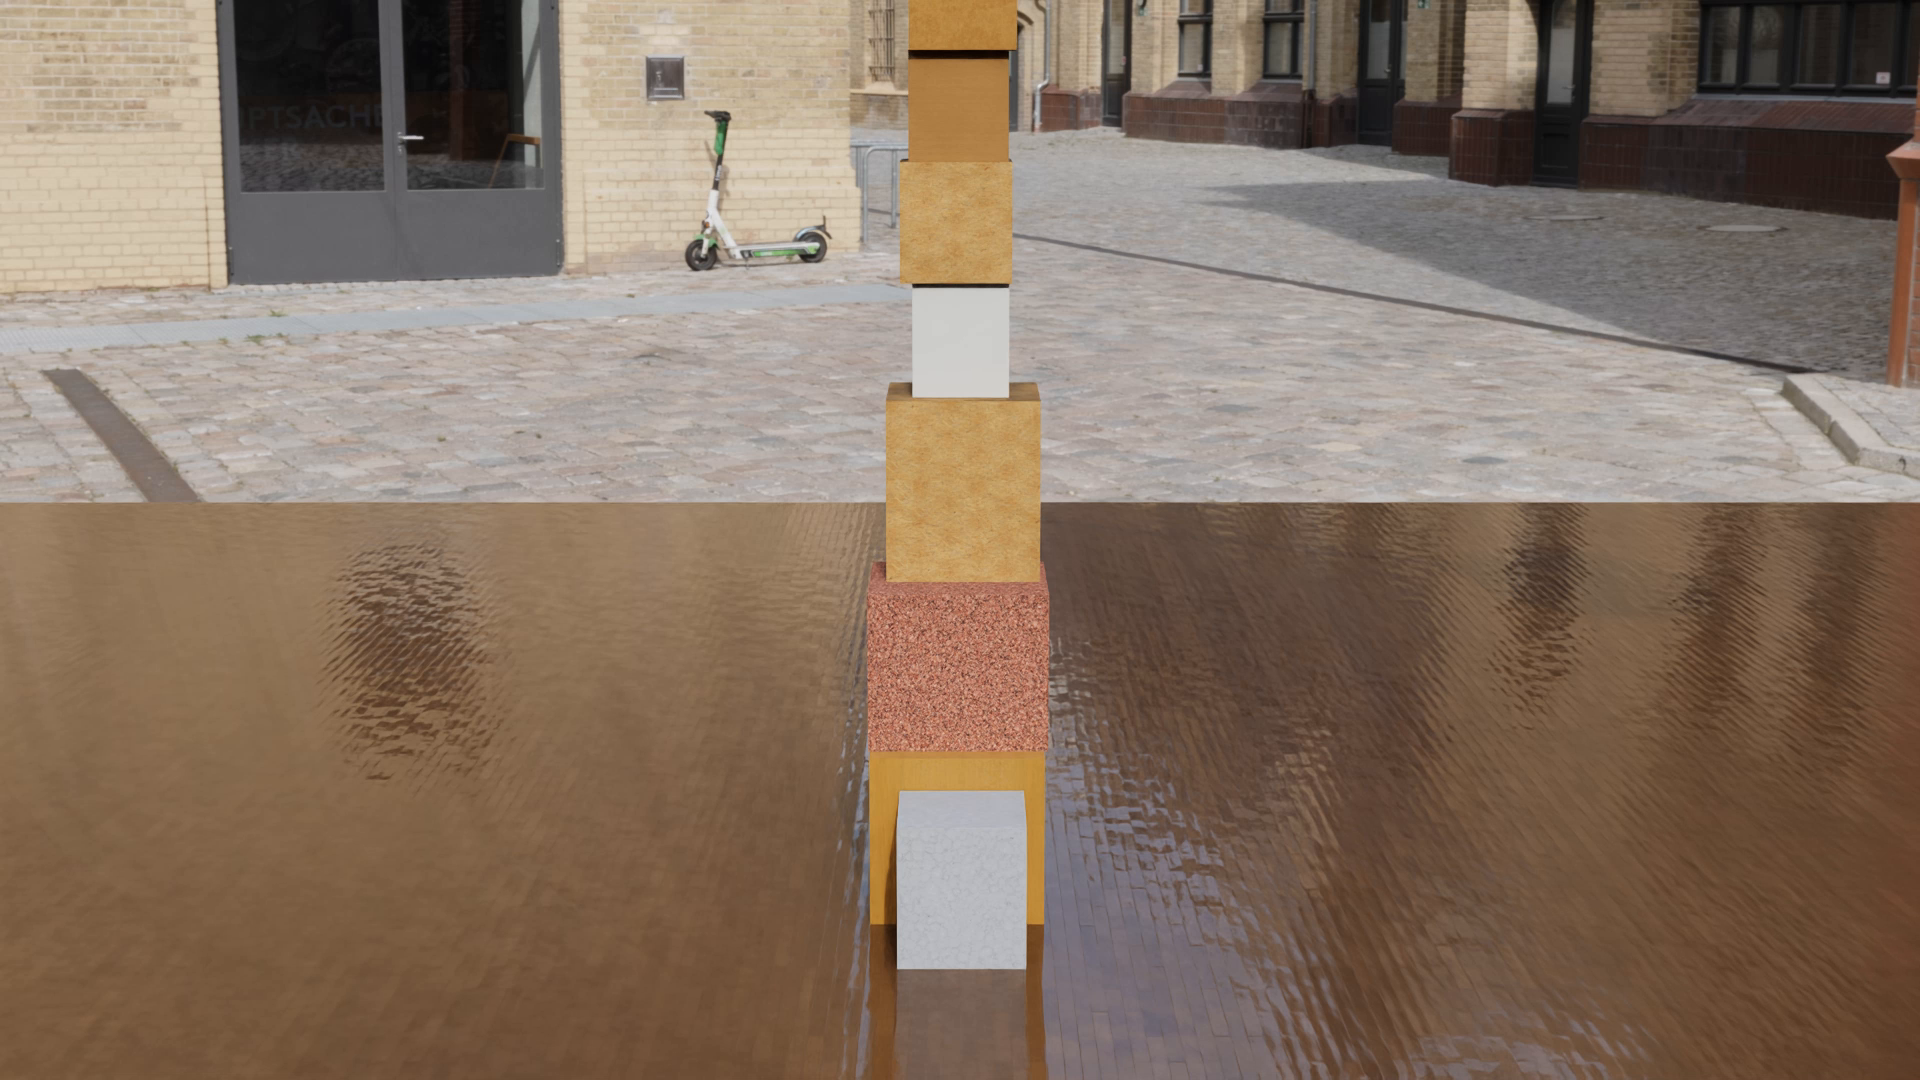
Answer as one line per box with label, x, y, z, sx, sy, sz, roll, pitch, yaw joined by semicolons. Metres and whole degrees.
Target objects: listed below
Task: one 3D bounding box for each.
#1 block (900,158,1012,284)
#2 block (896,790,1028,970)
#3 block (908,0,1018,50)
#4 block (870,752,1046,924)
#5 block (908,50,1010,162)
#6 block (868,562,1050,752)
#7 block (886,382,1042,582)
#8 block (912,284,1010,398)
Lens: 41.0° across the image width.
block;-0.016;-1.364;10.933;0.470;0.503;0.465;0;10;0
block;0.007;1.371;10.403;0.513;0.580;0.537;0;10;0
block;0.012;-2.292;10.764;0.446;0.465;0.497;0;10;0
block;-0.012;1.197;10.982;0.727;0.715;0.644;0;10;0
block;-0.005;-1.837;10.847;0.418;0.458;0.400;0;10;0
block;-0.008;0.489;11.018;0.753;0.665;0.735;0;10;0
block;0.014;-0.261;11.133;0.651;0.770;0.671;0;10;0
block;0.003;-0.878;11.021;0.408;0.484;0.409;0;10;0
